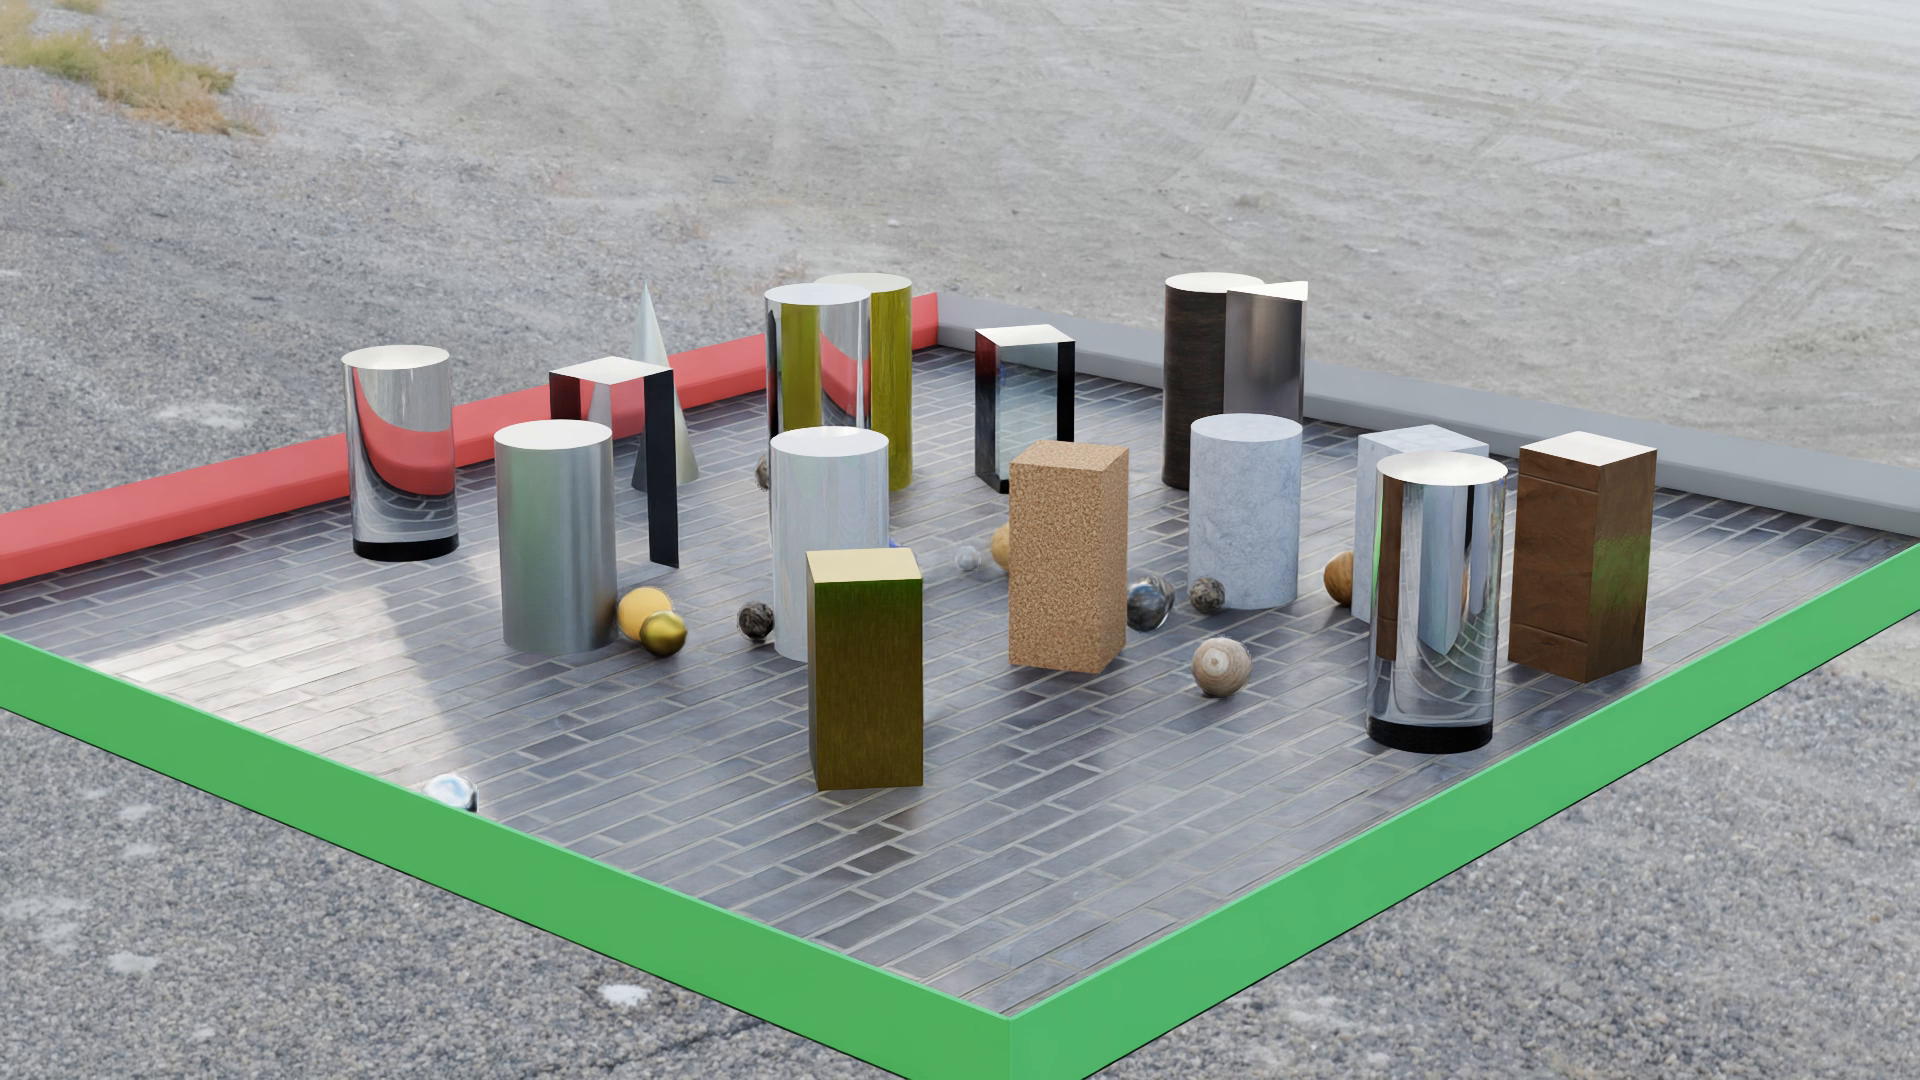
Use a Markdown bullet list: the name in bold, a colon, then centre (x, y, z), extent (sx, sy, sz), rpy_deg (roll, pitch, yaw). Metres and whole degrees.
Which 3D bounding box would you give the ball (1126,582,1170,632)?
- **ball**: centre (0.309, 0.113, 4.924), extent (0.084, 0.084, 0.084), rpy_deg (0, 17, 0)

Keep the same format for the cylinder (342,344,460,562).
- **cylinder**: centre (-1.020, -0.159, 5.350), extent (0.192, 0.359, 0.192), rpy_deg (0, 17, 0)

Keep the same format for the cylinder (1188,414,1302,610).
- **cylinder**: centre (0.494, -0.051, 5.097), extent (0.192, 0.299, 0.192), rpy_deg (0, 17, 0)

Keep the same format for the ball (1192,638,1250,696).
- **ball**: centre (0.411, 0.199, 4.623), extent (0.093, 0.093, 0.093), rpy_deg (0, 17, 0)

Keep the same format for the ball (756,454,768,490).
- **ball**: centre (-0.361, -0.134, 5.745), extent (0.081, 0.081, 0.081), rpy_deg (0, 17, 0)

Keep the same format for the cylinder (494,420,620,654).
- **cylinder**: centre (-0.667, -0.006, 4.860), extent (0.192, 0.349, 0.192), rpy_deg (0, 17, 0)

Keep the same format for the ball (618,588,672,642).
- **ball**: centre (-0.524, 0.124, 4.873), extent (0.092, 0.092, 0.092), rpy_deg (0, 17, 0)

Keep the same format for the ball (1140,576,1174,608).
- **ball**: centre (0.330, 0.096, 4.997), extent (0.072, 0.072, 0.072), rpy_deg (0, 17, 0)

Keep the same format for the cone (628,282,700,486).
- **cone**: centre (-0.617, -0.320, 5.813), extent (0.192, 0.399, 0.192), rpy_deg (0, 17, 0)

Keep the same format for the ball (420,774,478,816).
- **ball**: centre (-0.713, 0.367, 4.085), extent (0.083, 0.083, 0.083), rpy_deg (0, 17, 0)

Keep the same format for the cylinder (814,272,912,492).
- **cylinder**: centre (-0.190, -0.310, 5.775), extent (0.192, 0.401, 0.192), rpy_deg (0, 17, 0)

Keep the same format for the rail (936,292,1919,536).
- **rail**: centre (0.920, -0.275, 6.135), extent (2.625, 0.125, 0.045), rpy_deg (14, 22, 39)

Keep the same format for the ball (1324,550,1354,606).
- **ball**: centre (0.676, 0.066, 5.061), extent (0.096, 0.096, 0.096), rpy_deg (0, 17, 0)

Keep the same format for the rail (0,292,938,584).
- **rail**: centre (-0.973, -0.213, 5.929), extent (0.045, 0.125, 2.854), rpy_deg (14, 22, 39)

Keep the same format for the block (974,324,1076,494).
- **block**: centre (0.127, -0.260, 5.790), extent (0.154, 0.297, 0.154), rpy_deg (-5, 18, -17)

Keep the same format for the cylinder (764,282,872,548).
- **cylinder**: centre (-0.257, -0.219, 5.353), extent (0.192, 0.471, 0.192), rpy_deg (0, 17, 0)

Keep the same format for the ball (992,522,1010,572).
- **ball**: centre (0.104, 0.013, 5.238), extent (0.095, 0.095, 0.095), rpy_deg (0, 17, 0)

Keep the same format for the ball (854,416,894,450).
- **ball**: centre (-0.178, -0.211, 5.998), extent (0.084, 0.084, 0.084), rpy_deg (0, 17, 0)

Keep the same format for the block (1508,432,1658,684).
- **block**: centre (1.004, 0.026, 4.735), extent (0.154, 0.360, 0.154), rpy_deg (-15, 22, -40)

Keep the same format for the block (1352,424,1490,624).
- **block**: centre (0.774, -0.015, 4.943), extent (0.154, 0.318, 0.154), rpy_deg (-9, 19, -27)

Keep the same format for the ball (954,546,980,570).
- **ball**: centre (0.012, 0.032, 5.261), extent (0.045, 0.045, 0.045), rpy_deg (0, 17, 0)

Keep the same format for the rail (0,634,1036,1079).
- **rail**: centre (-0.920, 0.338, 4.106), extent (2.625, 0.125, 0.045), rpy_deg (14, 22, 39)

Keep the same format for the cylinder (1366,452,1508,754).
- **cylinder**: centre (0.715, 0.093, 4.414), extent (0.192, 0.417, 0.192), rpy_deg (0, 17, 0)

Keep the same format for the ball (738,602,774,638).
- **ball**: centre (-0.339, 0.135, 4.893), extent (0.061, 0.061, 0.061), rpy_deg (0, 17, 0)

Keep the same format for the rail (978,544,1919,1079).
- **rail**: centre (0.973, 0.275, 4.312), extent (0.045, 0.125, 2.854), rpy_deg (14, 22, 39)

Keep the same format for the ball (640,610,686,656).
- **ball**: centre (-0.487, 0.154, 4.803), extent (0.076, 0.076, 0.076), rpy_deg (0, 17, 0)

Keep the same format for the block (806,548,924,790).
- **block**: centre (-0.139, 0.187, 4.278), extent (0.154, 0.316, 0.154), rpy_deg (-2, 17, -7)

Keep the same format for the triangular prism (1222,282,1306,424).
- **triangular prism**: centre (0.599, -0.245, 5.461), extent (0.167, 0.458, 0.144), rpy_deg (12, 21, 35)

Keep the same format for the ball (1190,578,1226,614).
- **ball**: centre (0.425, 0.095, 5.023), extent (0.061, 0.061, 0.061), rpy_deg (0, 17, 0)

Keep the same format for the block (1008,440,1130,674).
- **block**: centre (0.177, 0.026, 4.771), extent (0.154, 0.340, 0.154), rpy_deg (6, 18, 18)

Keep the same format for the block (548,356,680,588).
- **block**: centre (-0.613, -0.122, 5.207), extent (0.154, 0.370, 0.154), rpy_deg (13, 21, 38)

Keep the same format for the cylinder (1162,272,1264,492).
- **cylinder**: centre (0.497, -0.311, 5.781), extent (0.192, 0.400, 0.192), rpy_deg (0, 17, 0)

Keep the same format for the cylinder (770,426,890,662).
- **cylinder**: centre (-0.212, 0.007, 4.816), extent (0.192, 0.350, 0.192), rpy_deg (0, 17, 0)

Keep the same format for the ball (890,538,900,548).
- **ball**: centre (-0.147, 0.034, 5.174), extent (0.091, 0.091, 0.091), rpy_deg (0, 17, 0)
